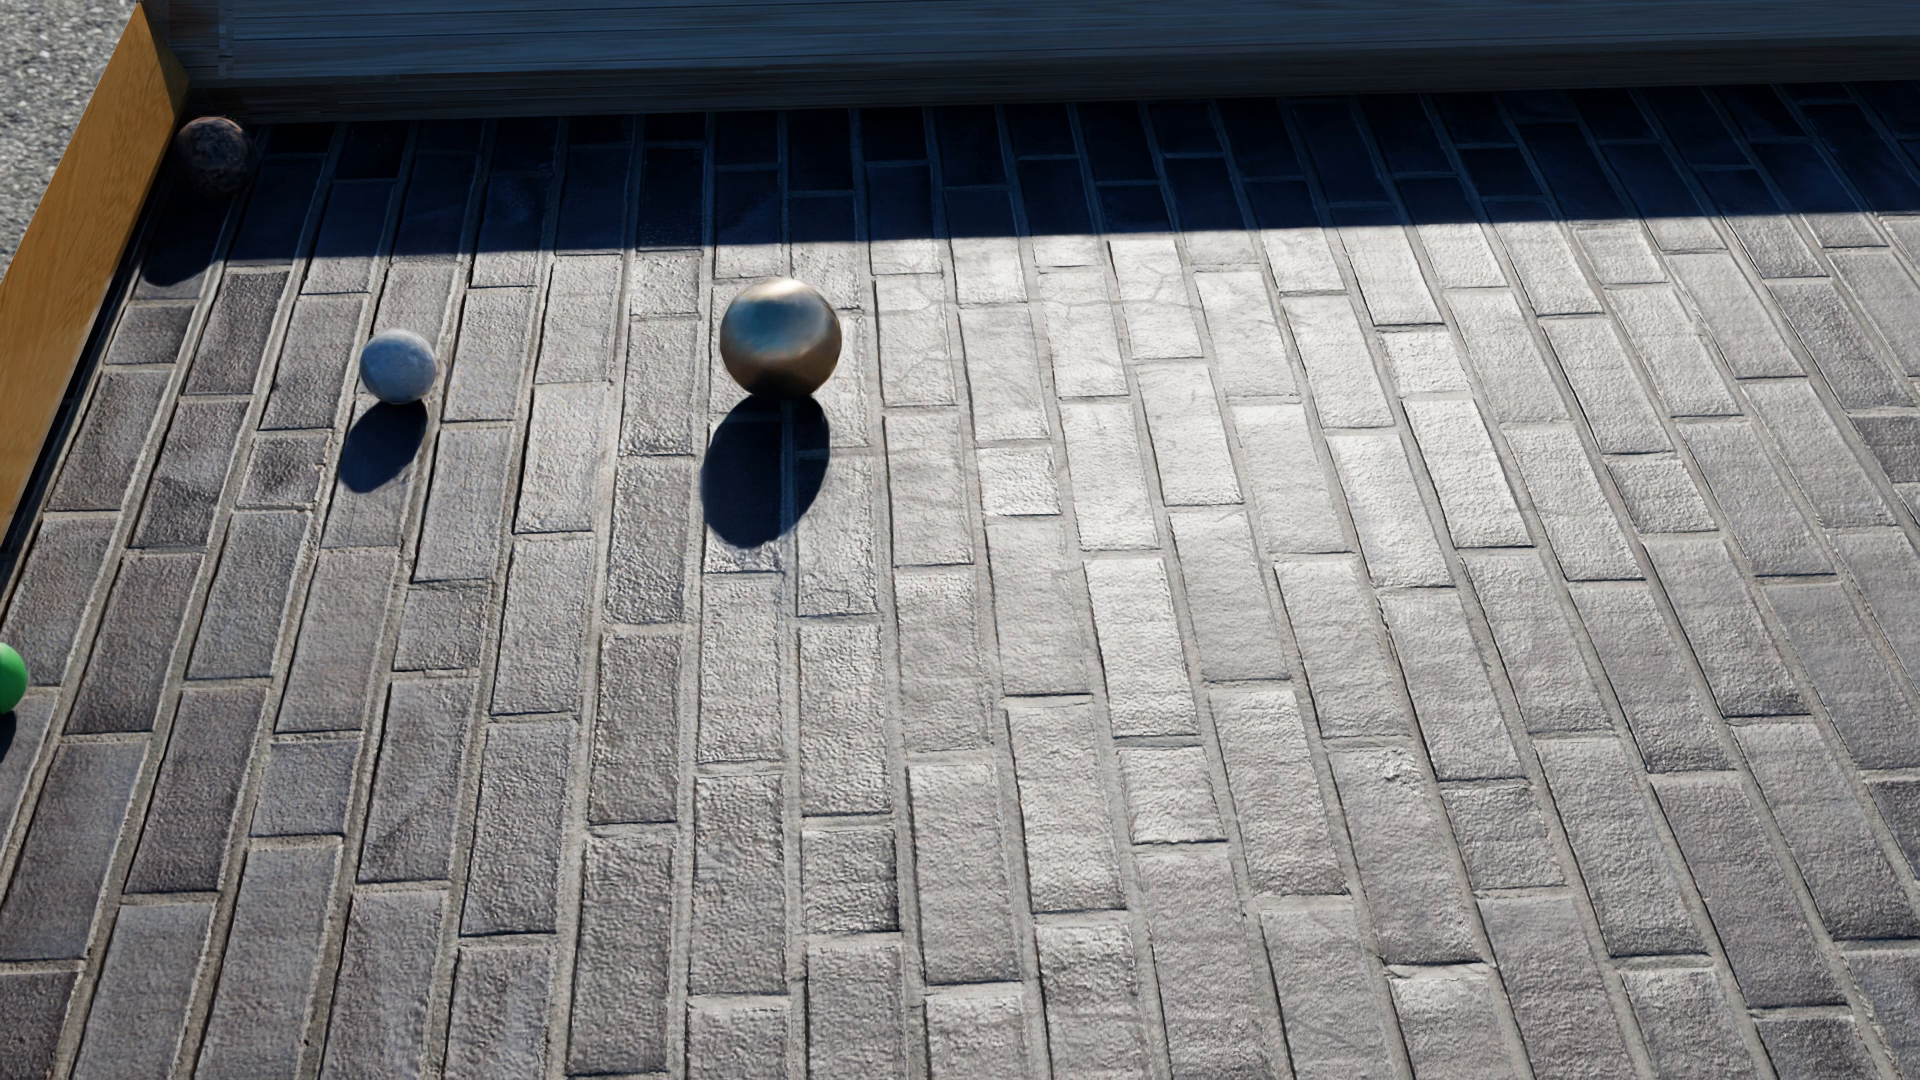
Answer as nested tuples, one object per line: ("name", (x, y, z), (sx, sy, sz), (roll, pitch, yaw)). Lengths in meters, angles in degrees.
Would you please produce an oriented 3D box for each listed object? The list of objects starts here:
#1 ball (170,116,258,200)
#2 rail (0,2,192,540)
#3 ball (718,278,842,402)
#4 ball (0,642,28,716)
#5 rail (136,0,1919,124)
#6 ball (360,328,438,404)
("ball", (-0.644, -0.330, 2.214), (0.072, 0.072, 0.072), (0, 36, 0))
("rail", (-0.662, 0.000, 1.709), (0.045, 0.121, 1.480), (-2, 36, -3))
("ball", (-0.136, -0.152, 1.947), (0.093, 0.093, 0.093), (0, 36, 0))
("ball", (-0.625, 0.089, 1.646), (0.051, 0.051, 0.051), (0, 36, 0))
("rail", (0.642, -0.464, 2.357), (2.746, 0.121, 0.045), (-2, 36, -3))
("ball", (-0.427, -0.132, 1.949), (0.058, 0.058, 0.058), (0, 36, 0))
